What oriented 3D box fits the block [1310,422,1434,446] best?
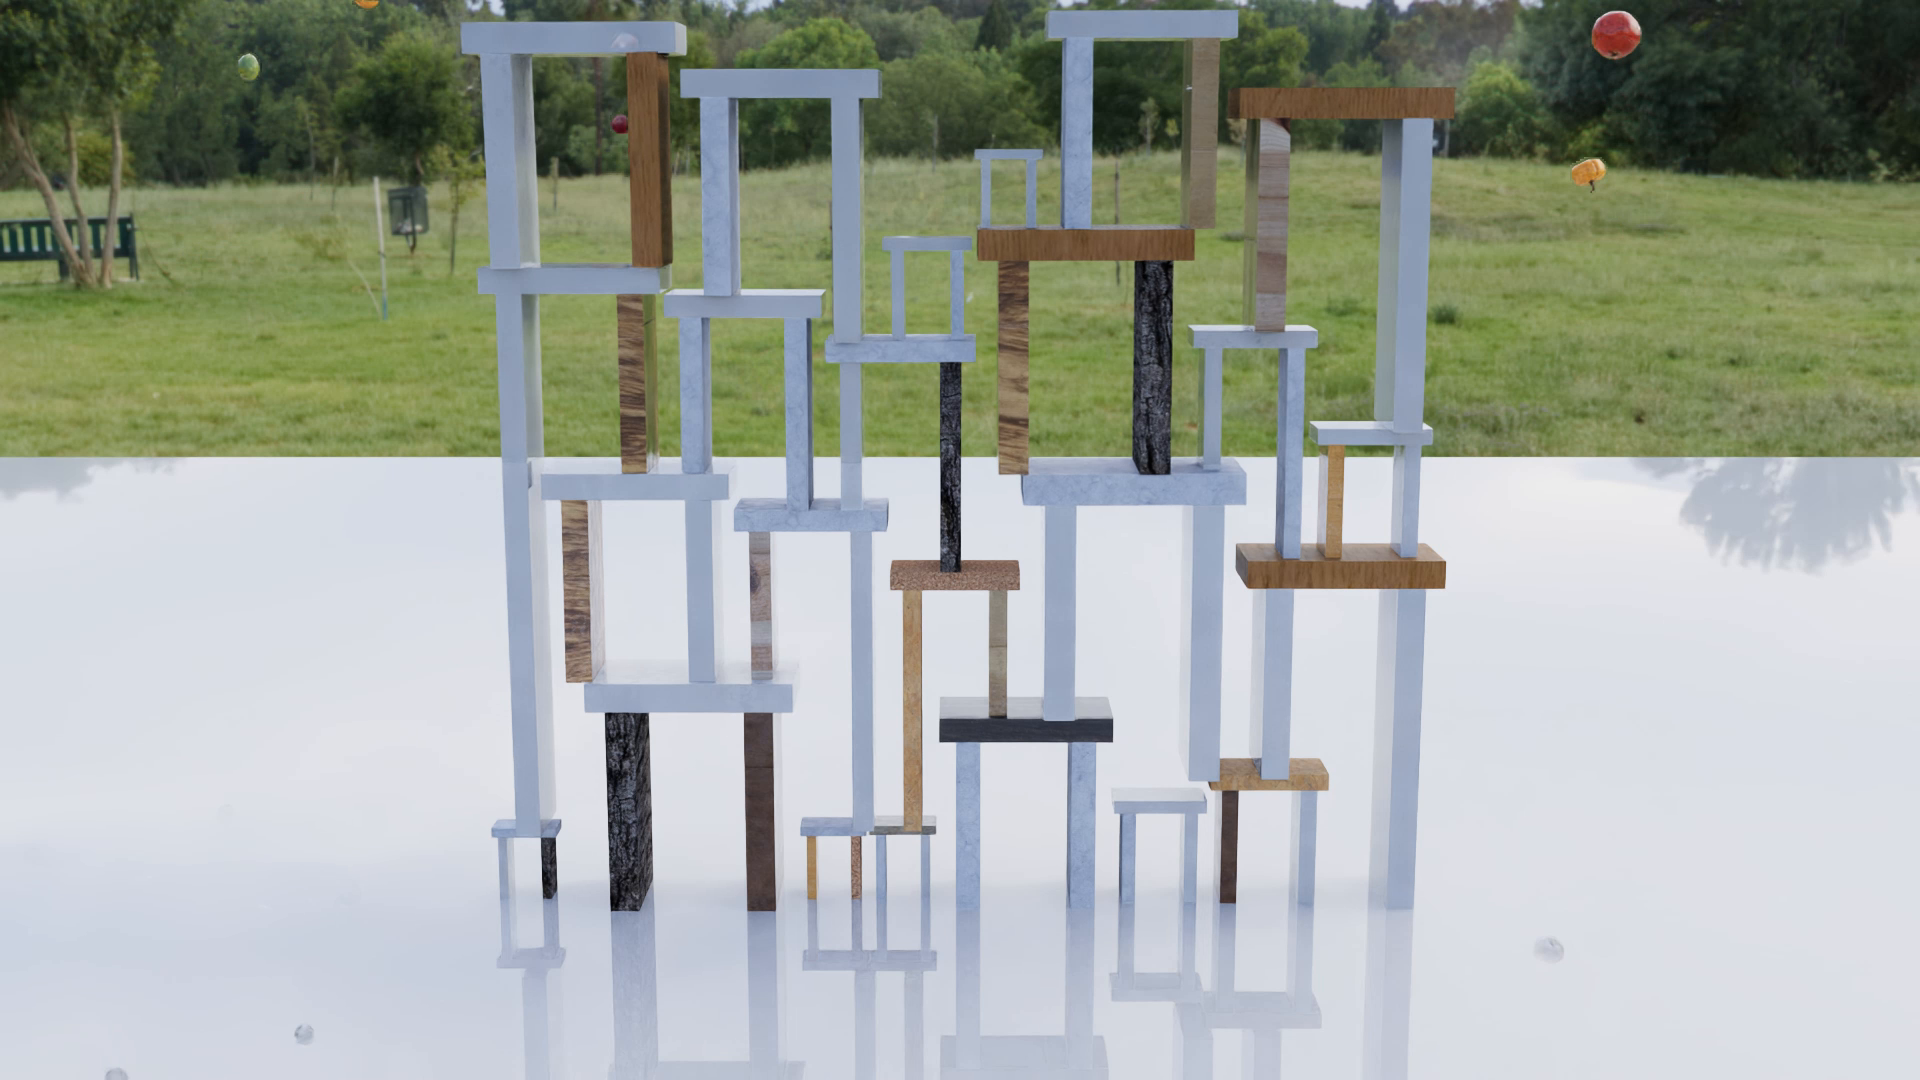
[{"bbox_3d":[0.659,-0.172,3.530,0.182,0.026,0.091,0,11,0],"label":"block"}]

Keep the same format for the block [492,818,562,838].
[{"bbox_3d":[-0.719,0.478,3.648,0.106,0.015,0.053,0,11,0],"label":"block"}]

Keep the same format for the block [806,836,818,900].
[{"bbox_3d":[-0.245,0.537,3.659,0.015,0.109,0.054,0,11,0],"label":"block"}]

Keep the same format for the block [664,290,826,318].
[{"bbox_3d":[-0.339,-0.375,3.487,0.246,0.035,0.123,0,11,0],"label":"block"}]

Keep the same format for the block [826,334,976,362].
[{"bbox_3d":[-0.093,-0.306,3.503,0.236,0.033,0.118,0,11,0],"label":"block"}]

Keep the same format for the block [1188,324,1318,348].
[{"bbox_3d":[0.464,-0.324,3.497,0.194,0.028,0.097,0,11,0],"label":"block"}]

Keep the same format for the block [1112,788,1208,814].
[{"bbox_3d":[0.328,0.431,3.635,0.152,0.022,0.076,0,11,0],"label":"block"}]

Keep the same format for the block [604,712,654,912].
[{"bbox_3d":[-0.546,0.426,3.638,0.047,0.334,0.167,0,11,0],"label":"block"}]

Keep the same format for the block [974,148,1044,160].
[{"bbox_3d":[0.076,-0.604,3.439,0.106,0.015,0.053,0,11,0],"label":"block"}]

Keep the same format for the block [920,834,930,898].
[{"bbox_3d":[-0.057,0.535,3.661,0.016,0.111,0.055,0,11,0],"label":"block"}]

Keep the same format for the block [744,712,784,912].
[{"bbox_3d":[-0.324,0.426,3.638,0.047,0.334,0.167,0,11,0],"label":"block"}]

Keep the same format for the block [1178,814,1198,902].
[{"bbox_3d":[0.379,0.516,3.651,0.022,0.152,0.076,0,11,0],"label":"block"}]

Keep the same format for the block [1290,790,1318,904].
[{"bbox_3d":[0.570,0.495,3.653,0.027,0.193,0.096,0,11,0],"label":"block"}]

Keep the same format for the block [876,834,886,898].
[{"bbox_3d":[-0.131,0.535,3.661,0.016,0.111,0.055,0,10,0],"label":"block"}]

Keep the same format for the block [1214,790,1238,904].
[{"bbox_3d":[0.441,0.495,3.653,0.027,0.193,0.096,0,11,0],"label":"block"}]

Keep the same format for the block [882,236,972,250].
[{"bbox_3d":[-0.051,-0.468,3.466,0.140,0.020,0.070,0,11,0],"label":"block"}]

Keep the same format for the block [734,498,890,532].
[{"bbox_3d":[-0.238,-0.041,3.557,0.243,0.034,0.121,0,11,0],"label":"block"}]

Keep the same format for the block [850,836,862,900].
[{"bbox_3d":[-0.172,0.537,3.659,0.015,0.109,0.054,0,11,0],"label":"block"}]

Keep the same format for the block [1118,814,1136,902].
[{"bbox_3d":[0.278,0.516,3.651,0.022,0.152,0.076,0,11,0],"label":"block"}]

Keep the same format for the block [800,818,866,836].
[{"bbox_3d":[-0.209,0.475,3.647,0.109,0.015,0.054,0,11,0],"label":"block"}]

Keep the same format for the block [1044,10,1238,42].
[{"bbox_3d":[0.278,-0.797,3.409,0.288,0.041,0.144,0,11,0],"label":"block"}]

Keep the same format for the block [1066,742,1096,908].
[{"bbox_3d":[0.200,0.452,3.643,0.040,0.281,0.140,0,11,0],"label":"block"}]

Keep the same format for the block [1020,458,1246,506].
[{"bbox_3d":[0.275,-0.095,3.544,0.351,0.050,0.175,0,11,0],"label":"block"}]

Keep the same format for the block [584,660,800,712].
[{"bbox_3d":[-0.435,0.239,3.603,0.334,0.047,0.167,0,11,0],"label":"block"}]

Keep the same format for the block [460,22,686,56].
[{"bbox_3d":[-0.595,-0.776,3.411,0.324,0.046,0.162,-1,10,-1],"label":"block"}]

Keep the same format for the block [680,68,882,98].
[{"bbox_3d":[-0.275,-0.710,3.423,0.302,0.043,0.151,0,11,0],"label":"block"}]

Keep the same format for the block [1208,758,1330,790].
[{"bbox_3d":[0.506,0.387,3.633,0.193,0.027,0.096,0,11,0],"label":"block"}]

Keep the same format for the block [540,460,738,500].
[{"bbox_3d":[-0.513,-0.097,3.542,0.296,0.042,0.148,0,11,0],"label":"block"}]

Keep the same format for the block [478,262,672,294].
[{"bbox_3d":[-0.607,-0.415,3.483,0.283,0.040,0.141,0,11,0],"label":"block"}]

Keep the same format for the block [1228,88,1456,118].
[{"bbox_3d":[0.590,-0.680,3.427,0.327,0.046,0.163,0,11,0],"label":"block"}]

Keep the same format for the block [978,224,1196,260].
[{"bbox_3d":[0.195,-0.469,3.466,0.334,0.047,0.167,0,11,0],"label":"block"}]

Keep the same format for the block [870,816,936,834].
[{"bbox_3d":[-0.094,0.473,3.650,0.111,0.016,0.055,0,11,0],"label":"block"}]

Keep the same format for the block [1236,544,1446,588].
[{"bbox_3d":[0.615,0.041,3.571,0.315,0.045,0.157,0,11,0],"label":"block"}]

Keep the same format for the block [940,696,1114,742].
[{"bbox_3d":[0.107,0.294,3.613,0.281,0.040,0.140,0,11,0],"label":"block"}]

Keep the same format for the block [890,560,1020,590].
[{"bbox_3d":[-0.008,0.057,3.566,0.208,0.029,0.104,0,11,0],"label":"block"}]

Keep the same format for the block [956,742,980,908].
[{"bbox_3d":[0.013,0.452,3.643,0.040,0.281,0.140,0,11,0],"label":"block"}]
